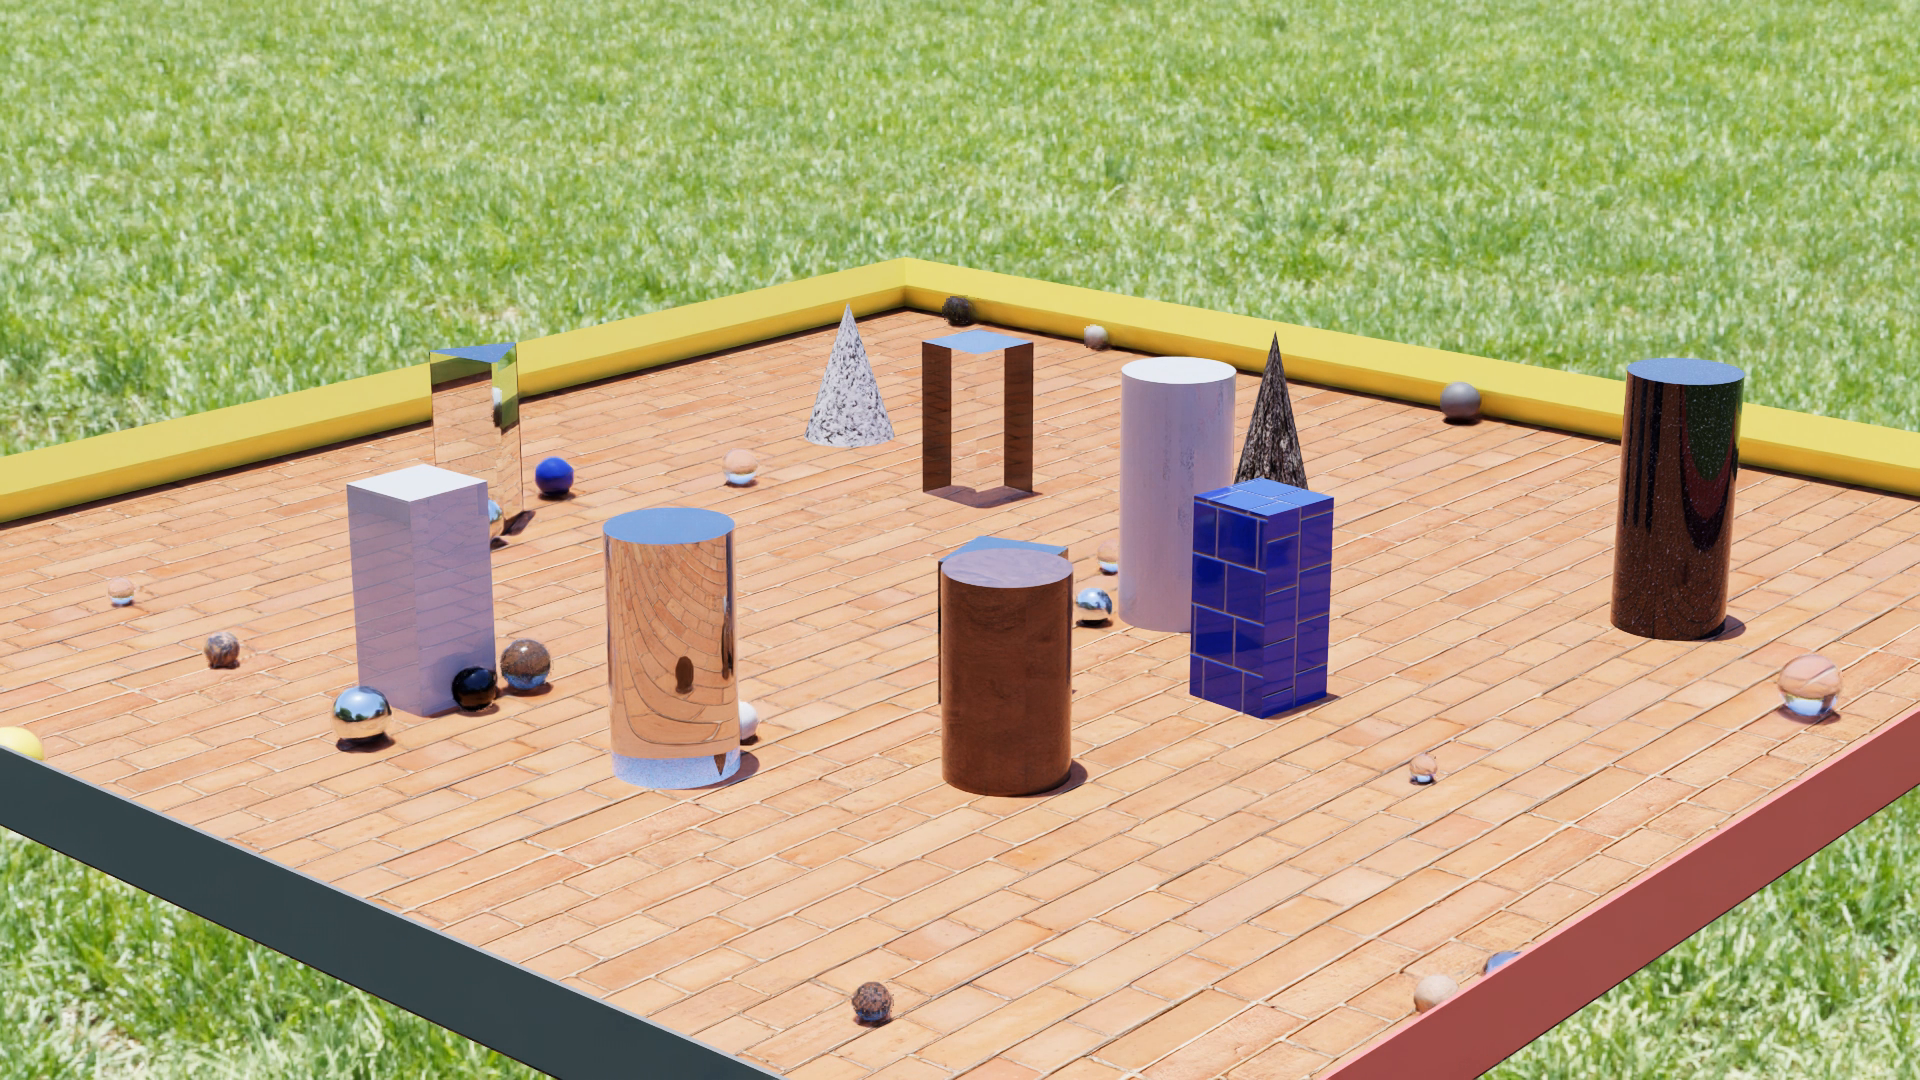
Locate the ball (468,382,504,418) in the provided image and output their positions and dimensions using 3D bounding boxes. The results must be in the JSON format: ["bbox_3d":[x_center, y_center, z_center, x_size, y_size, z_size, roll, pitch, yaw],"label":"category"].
[{"bbox_3d":[-1.018,-0.301,6.304,0.077,0.077,0.077,0,17,0],"label":"ball"}]

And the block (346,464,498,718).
[{"bbox_3d":[-0.840,0.077,4.585,0.153,0.347,0.153,14,22,39],"label":"block"}]

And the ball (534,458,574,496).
[{"bbox_3d":[-0.790,-0.123,5.715,0.077,0.077,0.077,0,17,0],"label":"ball"}]

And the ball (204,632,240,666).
[{"bbox_3d":[-1.198,0.176,4.761,0.056,0.056,0.056,0,17,0],"label":"ball"}]

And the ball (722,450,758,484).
[{"bbox_3d":[-0.436,-0.145,5.803,0.068,0.068,0.068,0,17,0],"label":"ball"}]

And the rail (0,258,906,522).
[{"bbox_3d":[-1.230,-0.278,6.143,0.045,0.124,3.382,14,22,39],"label":"rail"}]

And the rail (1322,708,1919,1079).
[{"bbox_3d":[1.230,0.340,4.098,0.045,0.124,3.382,14,22,39],"label":"rail"}]

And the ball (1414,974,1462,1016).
[{"bbox_3d":[0.574,0.550,3.518,0.058,0.058,0.058,0,17,0],"label":"ball"}]

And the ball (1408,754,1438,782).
[{"bbox_3d":[0.674,0.332,4.270,0.041,0.041,0.041,0,17,0],"label":"ball"}]

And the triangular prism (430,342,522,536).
[{"bbox_3d":[-0.881,-0.197,5.523,0.165,0.331,0.143,11,20,33],"label":"triangular prism"}]

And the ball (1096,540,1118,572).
[{"bbox_3d":[0.273,0.029,5.248,0.056,0.056,0.056,0,17,0],"label":"ball"}]

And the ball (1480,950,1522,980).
[{"bbox_3d":[0.666,0.533,3.555,0.071,0.071,0.071,0,17,0],"label":"ball"}]

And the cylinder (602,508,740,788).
[{"bbox_3d":[-0.420,0.156,4.285,0.191,0.370,0.191,0,17,0],"label":"cylinder"}]

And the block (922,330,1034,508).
[{"bbox_3d":[0.034,-0.238,5.703,0.153,0.304,0.153,-15,23,-41],"label":"block"}]

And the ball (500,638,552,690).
[{"bbox_3d":[-0.689,0.197,4.649,0.081,0.081,0.081,0,17,0],"label":"ball"}]

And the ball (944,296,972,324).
[{"bbox_3d":[-0.005,-0.562,7.185,0.068,0.068,0.068,0,17,0],"label":"ball"}]

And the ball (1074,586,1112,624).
[{"bbox_3d":[0.225,0.111,4.961,0.065,0.065,0.065,0,17,0],"label":"ball"}]

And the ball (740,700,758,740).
[{"bbox_3d":[-0.335,0.273,4.432,0.061,0.061,0.061,0,17,0],"label":"ball"}]

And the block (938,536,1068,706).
[{"bbox_3d":[0.068,0.135,4.588,0.153,0.236,0.153,8,19,25],"label":"block"}]

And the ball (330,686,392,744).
[{"bbox_3d":[-0.902,0.264,4.414,0.089,0.089,0.089,0,17,0],"label":"ball"}]

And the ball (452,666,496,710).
[{"bbox_3d":[-0.755,0.231,4.557,0.069,0.069,0.069,0,17,0],"label":"ball"}]

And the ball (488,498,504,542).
[{"bbox_3d":[-0.883,-0.035,5.403,0.088,0.088,0.088,0,17,0],"label":"ball"}]

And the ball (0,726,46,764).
[{"bbox_3d":[-1.370,0.316,4.235,0.093,0.093,0.093,0,17,0],"label":"ball"}]

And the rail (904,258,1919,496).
[{"bbox_3d":[1.093,-0.333,6.326,3.306,0.124,0.045,14,22,39],"label":"rail"}]

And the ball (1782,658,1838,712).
[{"bbox_3d":[1.314,0.225,4.533,0.085,0.085,0.085,0,17,0],"label":"ball"}]

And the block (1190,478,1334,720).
[{"bbox_3d":[0.470,0.089,4.581,0.153,0.327,0.153,-15,22,-40],"label":"block"}]

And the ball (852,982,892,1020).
[{"bbox_3d":[-0.106,0.554,3.525,0.047,0.047,0.047,0,17,0],"label":"ball"}]

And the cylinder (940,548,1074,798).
[{"bbox_3d":[0.068,0.191,4.262,0.191,0.316,0.191,0,17,0],"label":"cylinder"}]

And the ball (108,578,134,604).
[{"bbox_3d":[-1.451,0.089,5.071,0.045,0.045,0.045,0,17,0],"label":"ball"}]

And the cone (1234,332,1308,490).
[{"bbox_3d":[0.568,-0.183,5.340,0.191,0.409,0.191,0,17,0],"label":"cone"}]

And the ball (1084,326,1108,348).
[{"bbox_3d":[0.322,-0.480,6.934,0.056,0.056,0.056,0,17,0],"label":"ball"}]

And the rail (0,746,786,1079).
[{"bbox_3d":[-1.093,0.395,3.915,3.306,0.124,0.045,14,22,39],"label":"rail"}]

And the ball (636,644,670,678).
[{"bbox_3d":[-0.494,0.194,4.709,0.053,0.053,0.053,0,17,0],"label":"ball"}]

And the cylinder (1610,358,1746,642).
[{"bbox_3d":[1.200,-0.069,4.912,0.191,0.439,0.191,0,17,0],"label":"cylinder"}]

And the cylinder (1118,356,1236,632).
[{"bbox_3d":[0.365,-0.078,4.955,0.191,0.430,0.191,0,17,0],"label":"cylinder"}]

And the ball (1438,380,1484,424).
[{"bbox_3d":[1.072,-0.295,6.271,0.095,0.095,0.095,0,17,0],"label":"ball"}]

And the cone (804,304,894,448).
[{"bbox_3d":[-0.233,-0.358,6.127,0.191,0.288,0.191,0,17,0],"label":"cone"}]
